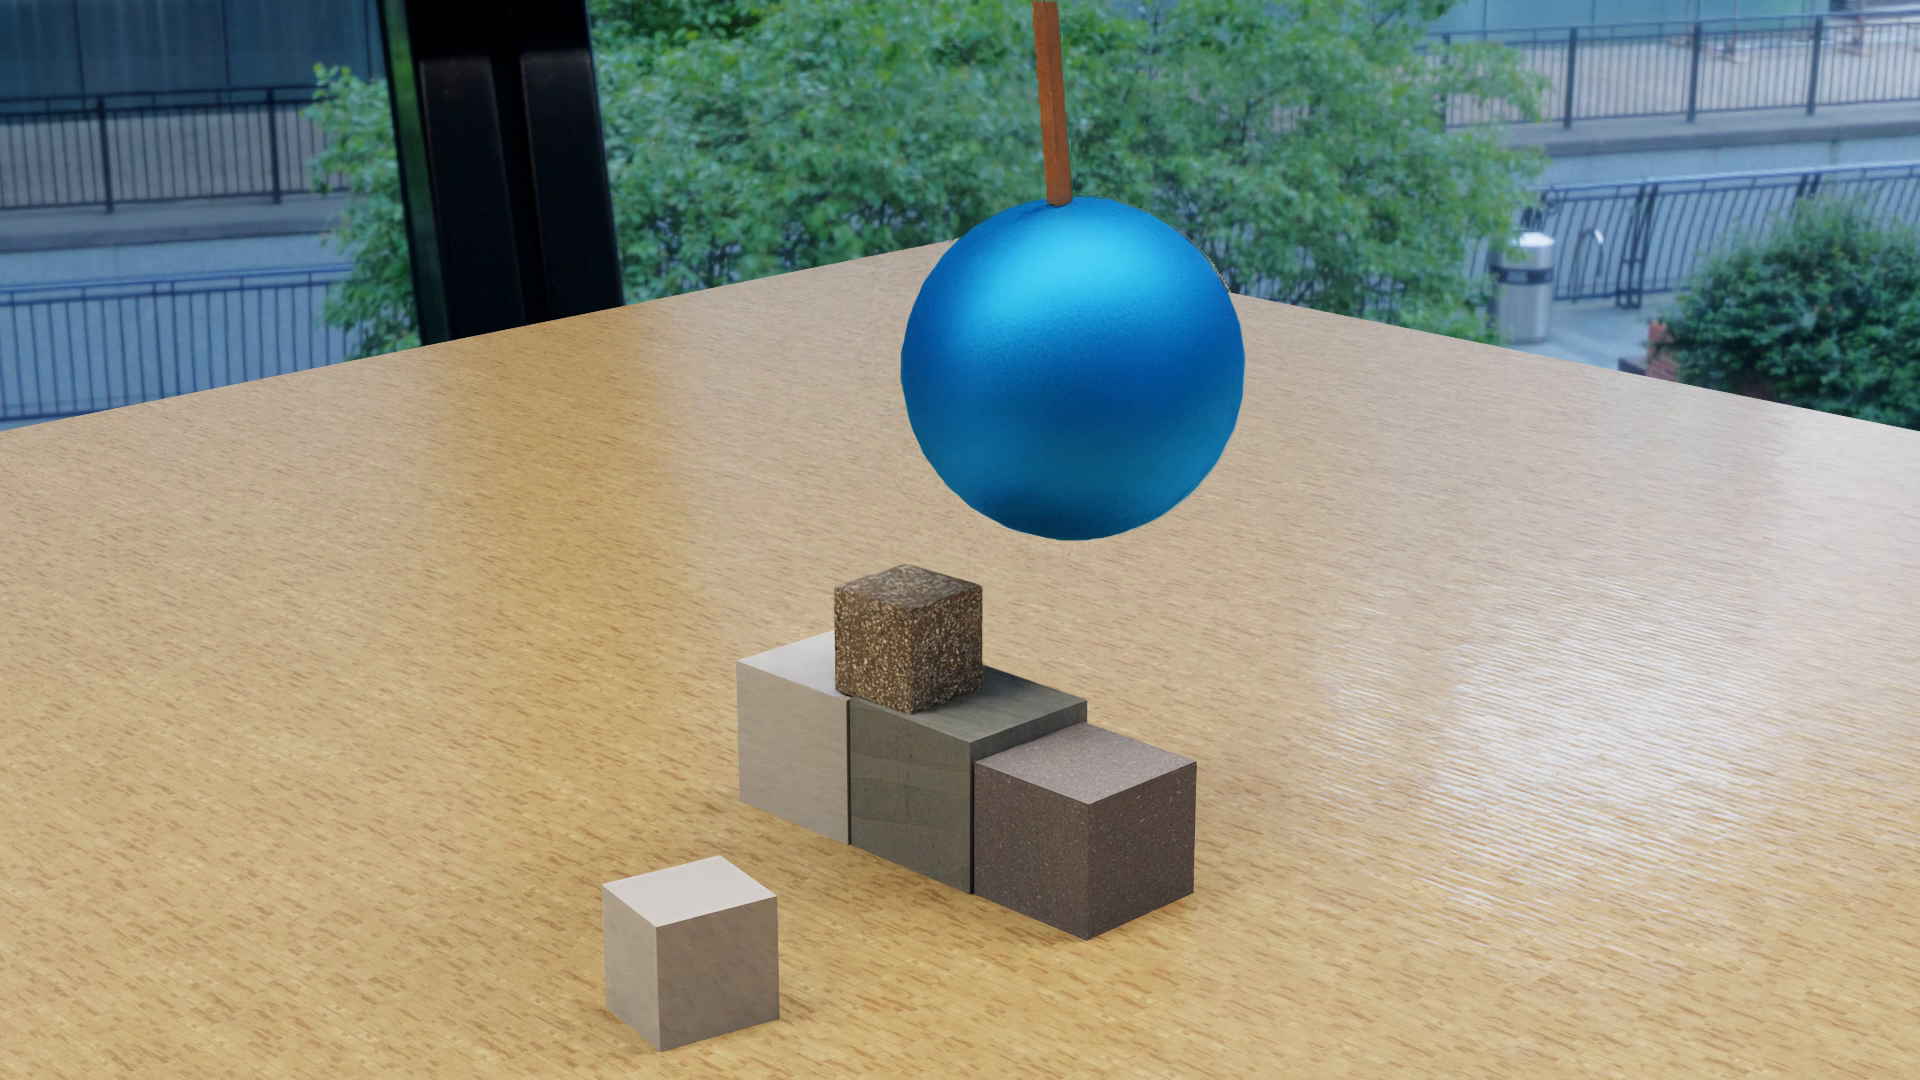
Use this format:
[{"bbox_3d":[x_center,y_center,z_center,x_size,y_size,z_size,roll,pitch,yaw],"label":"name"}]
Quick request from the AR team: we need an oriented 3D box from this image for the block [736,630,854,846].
[{"bbox_3d":[-0.519,0.923,14.200,0.797,0.724,0.775,-17,24,-42],"label":"block"}]

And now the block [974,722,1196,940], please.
[{"bbox_3d":[0.560,1.293,13.161,0.712,0.642,0.692,-17,24,-42],"label":"block"}]

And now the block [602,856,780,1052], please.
[{"bbox_3d":[-1.107,1.691,12.045,0.551,0.551,0.490,-11,21,-31],"label":"block"}]

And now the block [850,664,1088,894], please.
[{"bbox_3d":[0.039,1.087,13.659,0.765,0.736,0.788,-16,24,-42],"label":"block"}]

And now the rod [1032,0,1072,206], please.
[{"bbox_3d":[0.227,-3.928,12.345,0.080,5.200,0.080,17,31,42],"label":"rod"}]

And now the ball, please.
[{"bbox_3d":[0.524,-0.798,13.640,1.600,1.600,1.600,0,17,0],"label":"ball"}]

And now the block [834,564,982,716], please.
[{"bbox_3d":[-0.239,0.455,13.598,0.487,0.507,0.482,16,23,40],"label":"block"}]
